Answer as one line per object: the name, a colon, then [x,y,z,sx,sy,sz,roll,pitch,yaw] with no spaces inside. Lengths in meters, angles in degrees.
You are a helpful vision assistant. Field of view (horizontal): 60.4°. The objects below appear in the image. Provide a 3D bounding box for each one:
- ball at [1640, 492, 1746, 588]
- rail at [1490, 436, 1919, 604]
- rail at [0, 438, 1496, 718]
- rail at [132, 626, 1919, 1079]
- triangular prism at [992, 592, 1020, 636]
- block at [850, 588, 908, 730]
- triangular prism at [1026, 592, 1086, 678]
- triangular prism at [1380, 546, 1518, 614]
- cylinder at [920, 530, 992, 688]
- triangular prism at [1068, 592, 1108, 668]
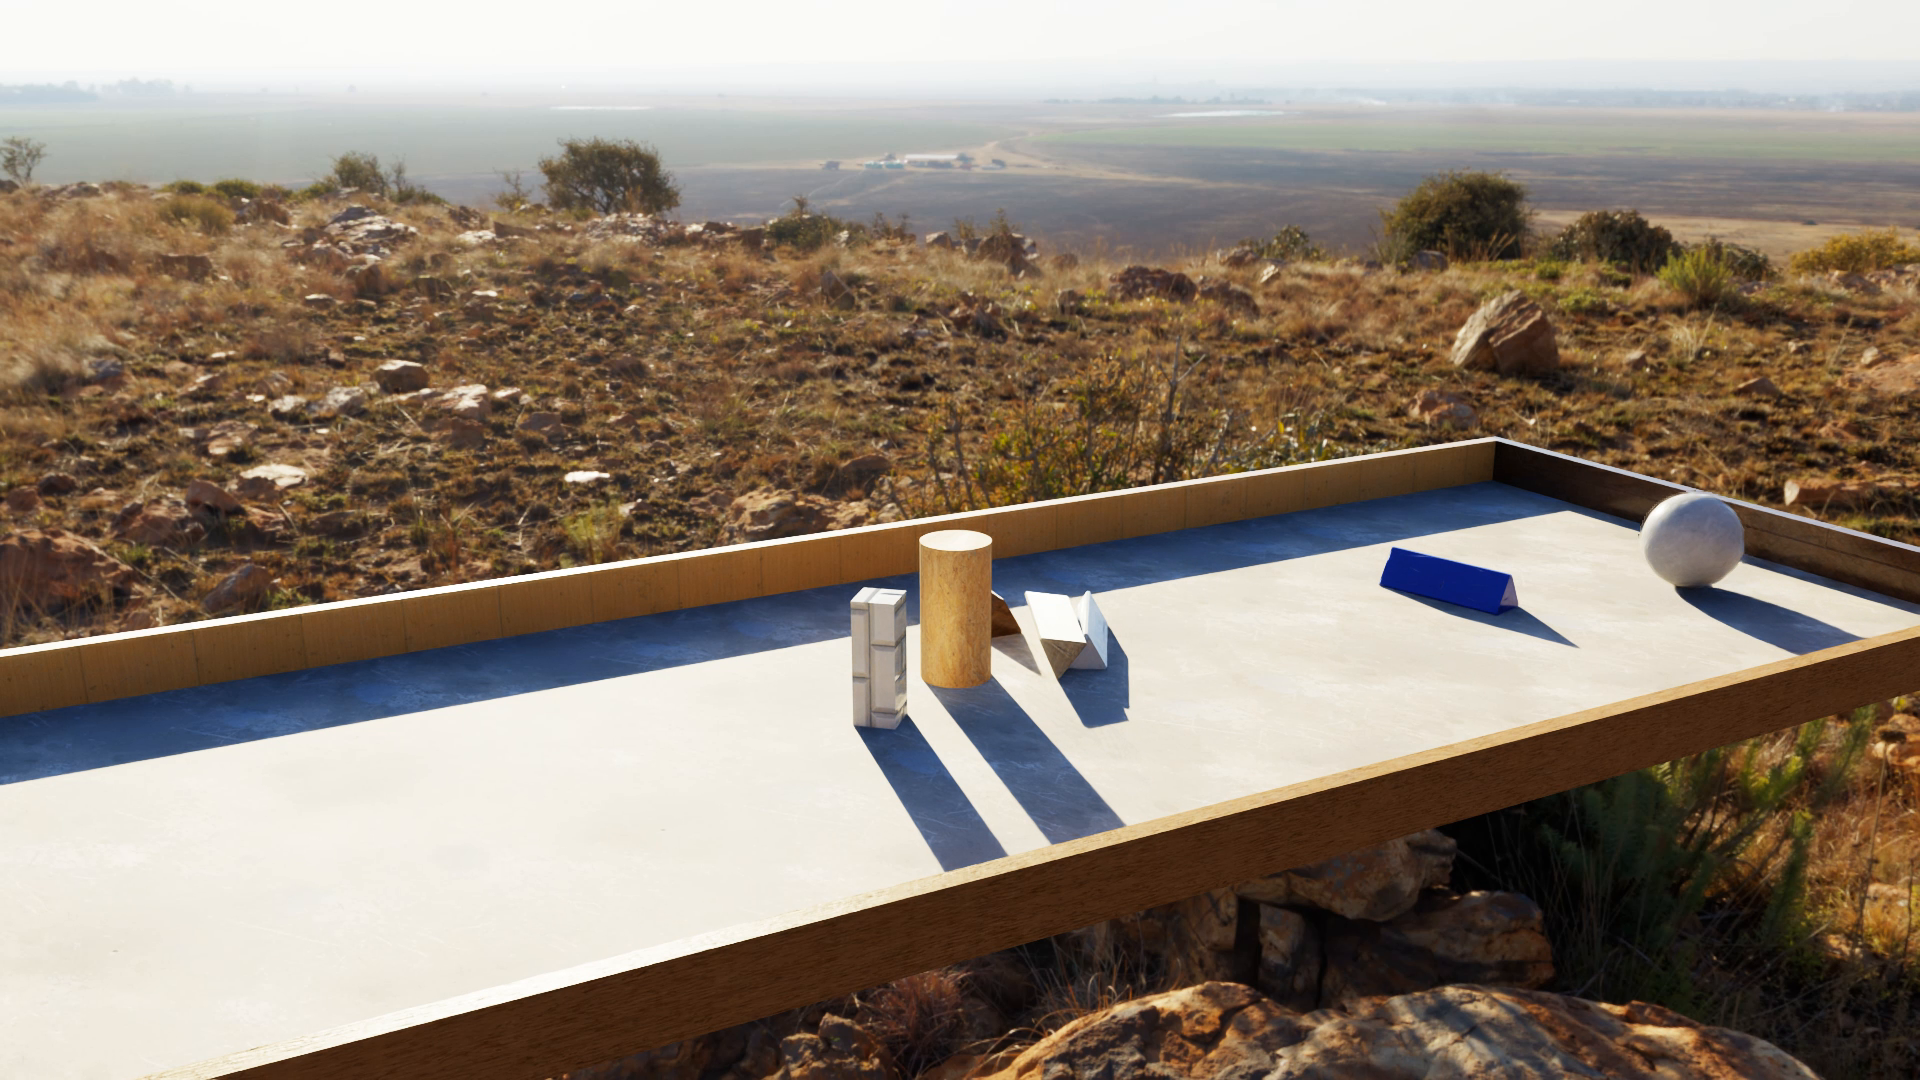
ball: [2.155,0.002,4.851,0.281,0.281,0.281,0,16,0]
rail: [2.466,-0.048,5.253,0.050,0.150,2.100,-9,18,-27]
rail: [-3.305,0.497,3.399,12.000,0.150,0.050,-9,18,-27]
rail: [-2.336,1.006,1.665,12.000,0.150,0.050,-9,18,-27]
triangular prism: [0.053,0.168,4.589,0.120,0.104,0.307,-7,18,-22]
block: [-0.189,0.277,3.867,0.104,0.307,0.104,4,17,13]
triangular prism: [0.230,0.224,4.316,0.103,0.119,0.373,36,11,-13]
triangular prism: [1.419,0.109,4.788,0.122,0.106,0.382,-15,22,-41]
cylinder: [-0.011,0.172,4.136,0.180,0.357,0.180,0,16,0]
triangular prism: [0.337,0.234,4.382,0.108,0.094,0.348,1,16,5]
